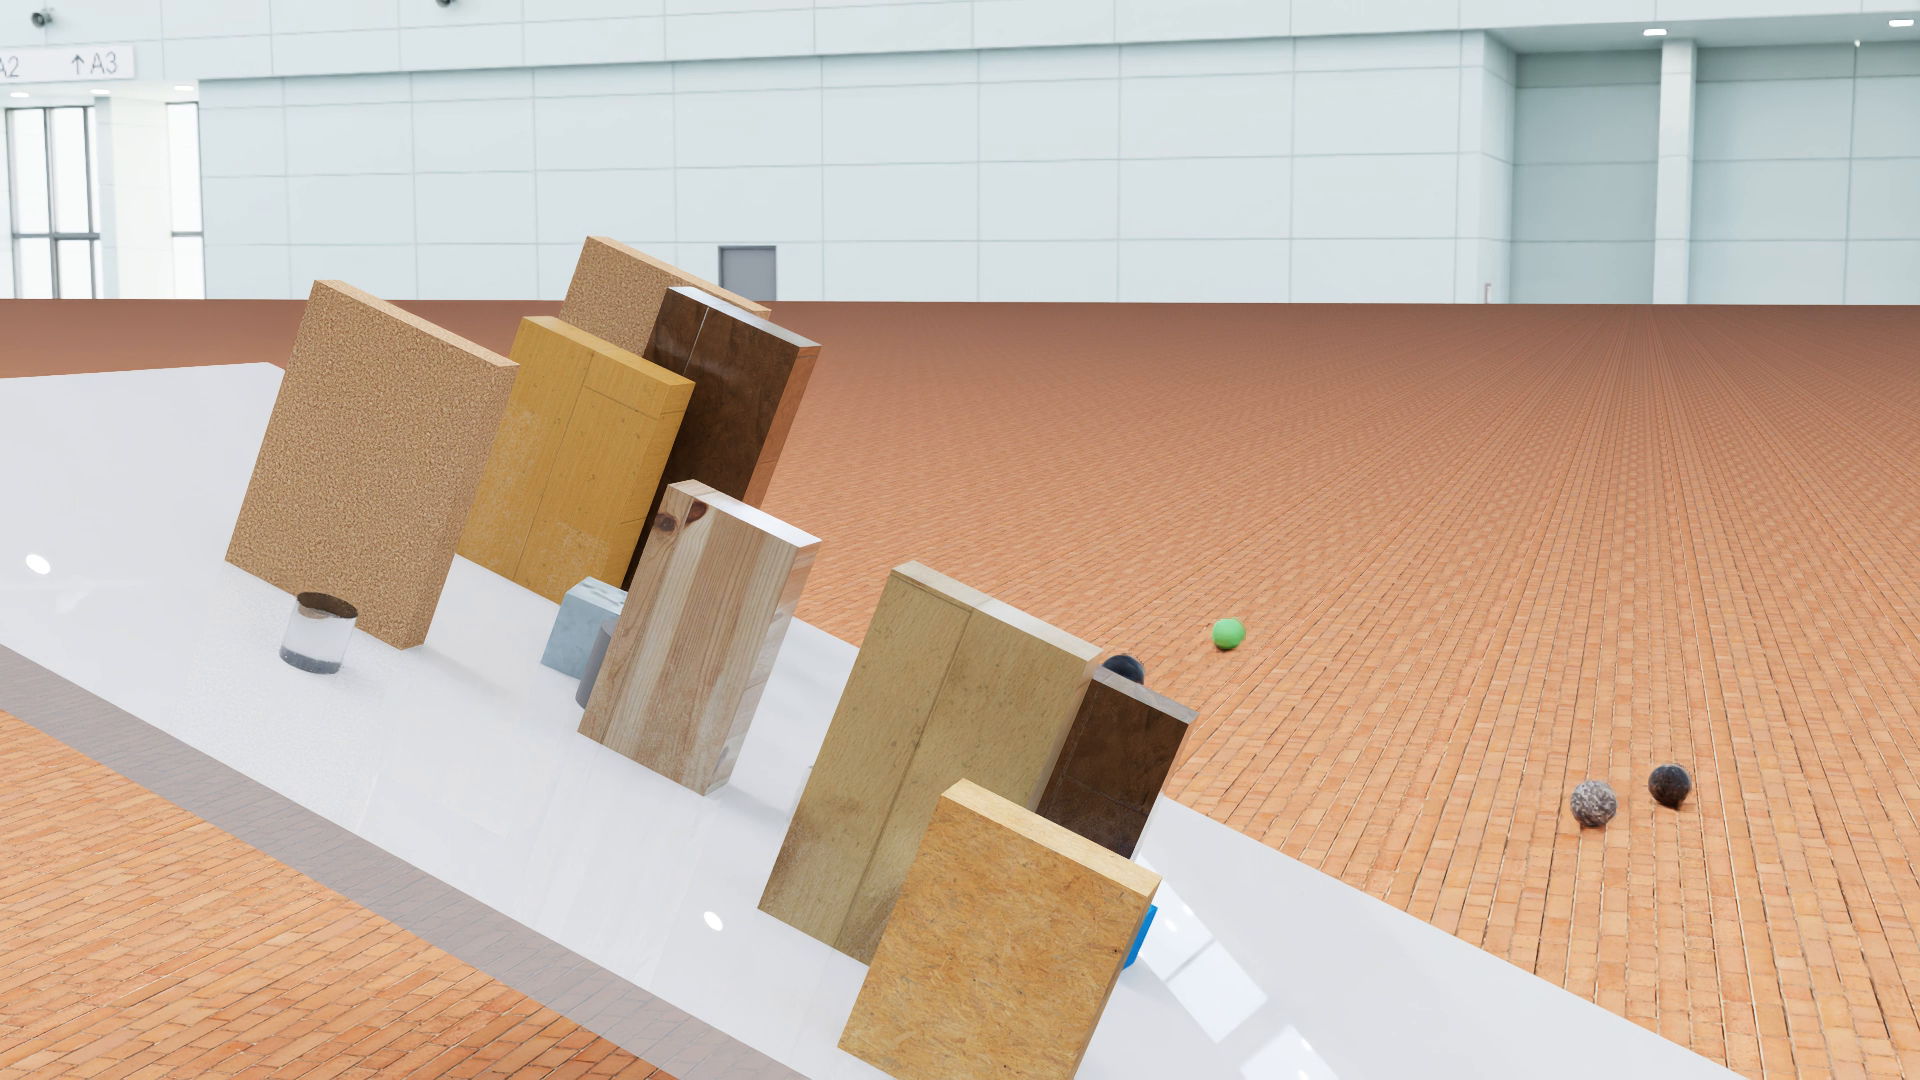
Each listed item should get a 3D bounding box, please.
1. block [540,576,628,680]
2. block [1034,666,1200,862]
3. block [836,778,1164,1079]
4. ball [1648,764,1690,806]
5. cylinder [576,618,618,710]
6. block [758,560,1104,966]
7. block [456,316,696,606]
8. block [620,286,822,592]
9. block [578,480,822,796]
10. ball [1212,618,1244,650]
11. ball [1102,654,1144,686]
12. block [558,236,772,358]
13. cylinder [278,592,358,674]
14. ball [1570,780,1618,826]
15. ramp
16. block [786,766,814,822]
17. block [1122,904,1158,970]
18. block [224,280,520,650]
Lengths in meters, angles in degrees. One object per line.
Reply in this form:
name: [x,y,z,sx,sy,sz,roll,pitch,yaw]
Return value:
block: [-0.711,0.186,4.349,0.154,0.154,0.154,23,13,2]
block: [0.158,0.432,4.156,0.446,0.430,0.110,25,13,13]
block: [0.056,0.620,3.228,0.329,0.426,0.109,25,13,13]
ball: [2.478,0.855,7.683,0.144,0.144,0.144,0,7,0]
cylinder: [-0.636,0.254,4.198,0.154,0.154,0.154,21,13,-5]
block: [-0.052,0.390,3.555,0.345,0.619,0.109,25,13,13]
block: [-0.836,-0.159,4.694,0.364,0.535,0.128,25,13,13]
block: [-0.589,-0.176,4.835,0.330,0.682,0.130,25,13,13]
block: [-0.476,0.176,4.001,0.272,0.498,0.111,25,13,13]
ball: [1.323,0.465,10.871,0.159,0.159,0.159,0,7,0]
ball: [0.703,0.599,9.576,0.203,0.203,0.203,0,7,0]
block: [-0.769,-0.315,5.147,0.447,0.665,0.106,25,13,13]
cylinder: [-1.126,0.163,3.862,0.108,0.108,0.108,21,13,-5]
ball: [2.127,0.885,7.384,0.156,0.156,0.156,0,7,0]
ramp: [-0.301,0.531,4.191,4.000,0.100,2.000,25,13,13]
block: [-0.227,0.485,4.028,0.109,0.109,0.109,30,15,30]
block: [0.264,0.696,3.960,0.117,0.117,0.117,27,14,22]
block: [-1.101,-0.142,4.102,0.406,0.572,0.081,25,13,13]
